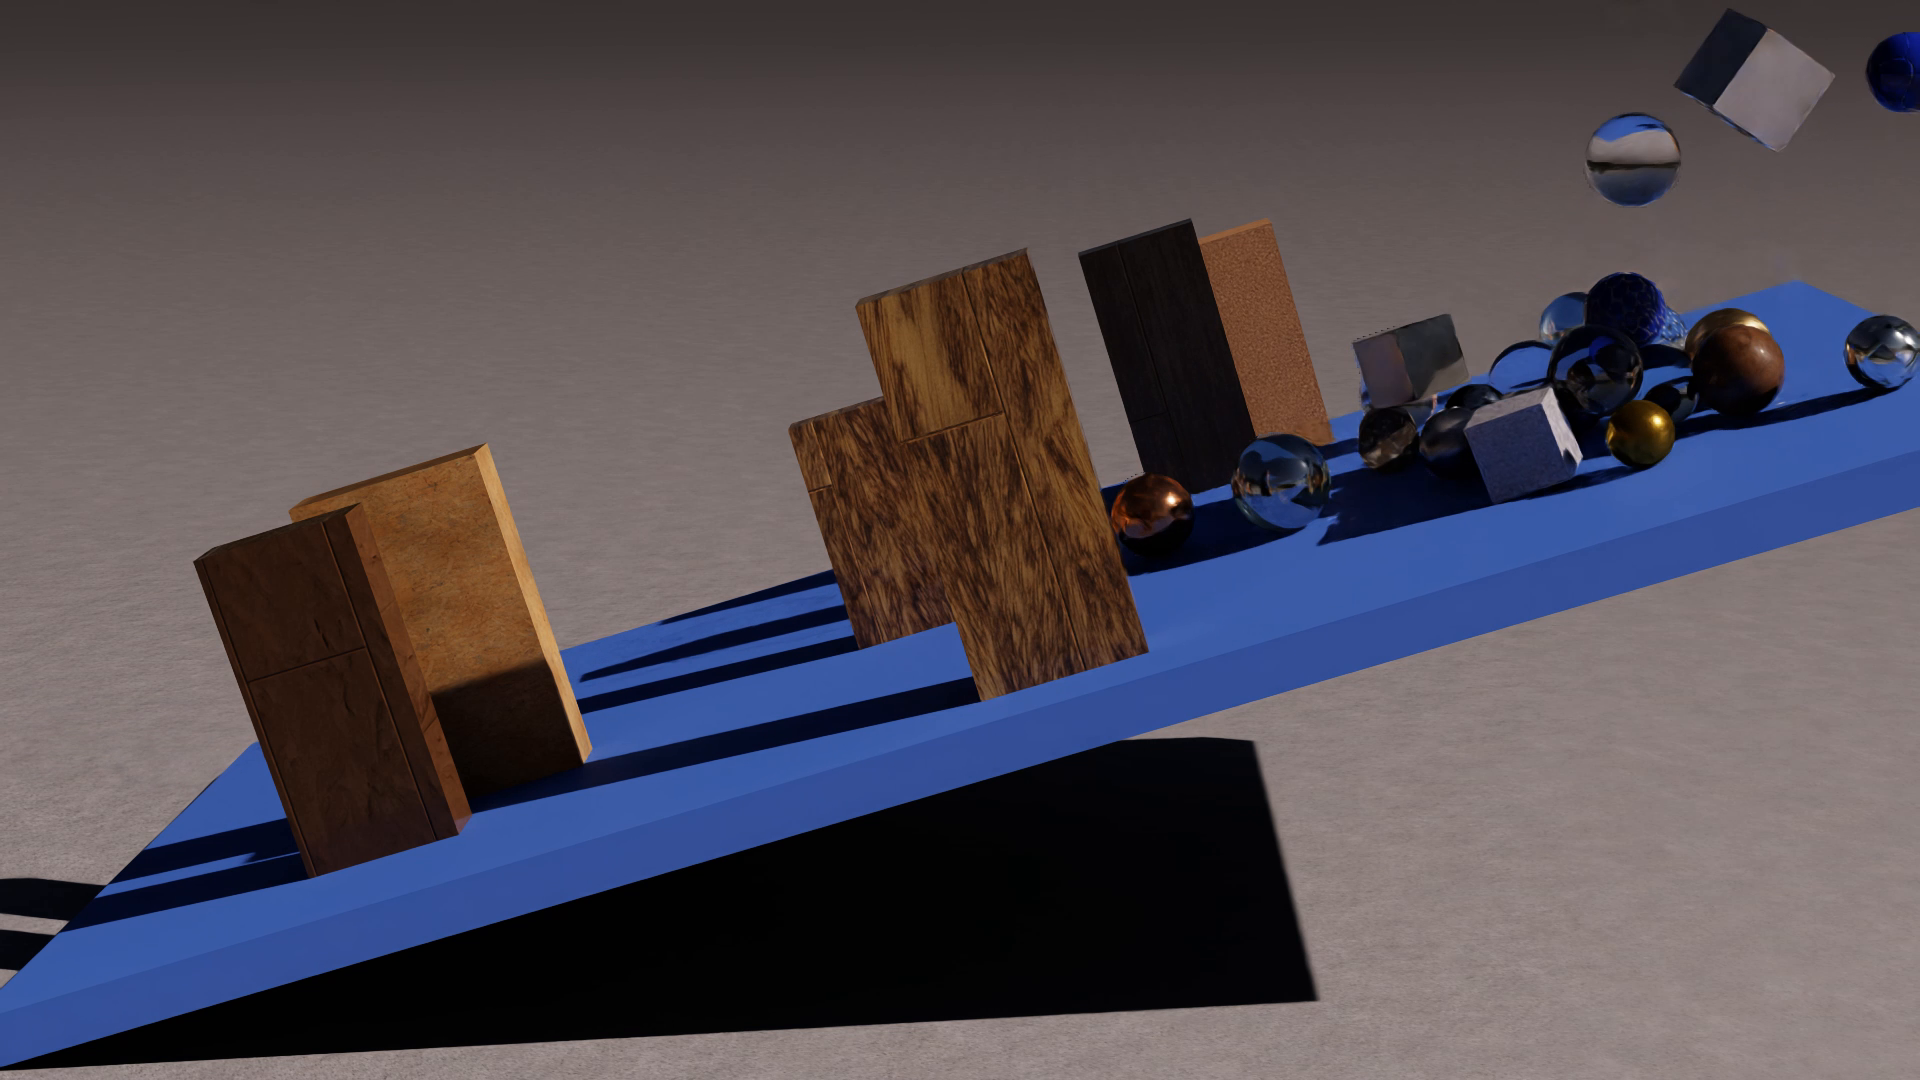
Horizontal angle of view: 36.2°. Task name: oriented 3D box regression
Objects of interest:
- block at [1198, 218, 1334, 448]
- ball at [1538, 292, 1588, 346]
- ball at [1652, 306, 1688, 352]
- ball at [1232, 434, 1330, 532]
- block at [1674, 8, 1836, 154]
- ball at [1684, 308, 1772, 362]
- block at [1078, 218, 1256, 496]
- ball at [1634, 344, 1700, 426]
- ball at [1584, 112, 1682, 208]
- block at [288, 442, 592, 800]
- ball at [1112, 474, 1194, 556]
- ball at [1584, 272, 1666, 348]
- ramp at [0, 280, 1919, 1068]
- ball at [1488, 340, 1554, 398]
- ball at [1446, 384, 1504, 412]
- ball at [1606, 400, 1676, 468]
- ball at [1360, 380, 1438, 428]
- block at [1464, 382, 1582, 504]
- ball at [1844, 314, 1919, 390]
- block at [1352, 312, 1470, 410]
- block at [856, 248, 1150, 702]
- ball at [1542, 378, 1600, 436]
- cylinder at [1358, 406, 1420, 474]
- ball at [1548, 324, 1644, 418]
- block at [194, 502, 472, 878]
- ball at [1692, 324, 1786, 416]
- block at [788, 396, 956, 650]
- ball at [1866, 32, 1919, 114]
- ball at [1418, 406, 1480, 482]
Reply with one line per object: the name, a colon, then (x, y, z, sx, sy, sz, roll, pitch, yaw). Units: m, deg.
block: (0.666, -0.455, 6.944, 0.289, 0.538, 0.132, -17, 10, 5)
ball: (1.441, -0.493, 6.877, 0.172, 0.172, 0.172, 0, 11, 0)
ball: (1.481, -0.420, 6.362, 0.193, 0.193, 0.193, 0, 11, 0)
ball: (0.666, -0.119, 6.099, 0.206, 0.206, 0.206, 0, 11, 0)
block: (1.563, -0.904, 5.790, 0.182, 0.182, 0.182, 29, 13, -21)
ball: (1.579, -0.384, 6.035, 0.182, 0.182, 0.182, 0, 11, 0)
block: (0.491, -0.410, 6.807, 0.271, 0.607, 0.090, -17, 10, 5)
ball: (1.412, -0.310, 5.953, 0.171, 0.171, 0.171, 0, 11, 0)
ball: (1.388, -0.784, 6.065, 0.194, 0.194, 0.194, 0, 11, 0)
block: (-1.062, 0.189, 6.043, 0.400, 0.678, 0.134, -17, 10, 5)
ball: (0.411, -0.053, 6.261, 0.177, 0.177, 0.177, 0, 11, 0)
ball: (1.366, -0.467, 6.046, 0.167, 0.167, 0.167, 0, 11, 0)
ramp: (0.097, 0.184, 6.314, 4.000, 0.100, 2.000, -17, 10, 5)
ball: (1.240, -0.343, 6.395, 0.181, 0.181, 0.181, 0, 11, 0)
ball: (1.110, -0.266, 6.319, 0.140, 0.140, 0.140, 0, 11, 0)
ball: (1.313, -0.205, 5.676, 0.131, 0.131, 0.131, 0, 11, 0)
ball: (1.005, -0.331, 6.737, 0.177, 0.177, 0.177, 0, 11, 0)
block: (1.111, -0.191, 5.801, 0.162, 0.162, 0.162, -19, 10, 24)
ball: (1.781, -0.361, 5.675, 0.146, 0.146, 0.146, 0, 11, 0)
block: (0.971, -0.382, 6.321, 0.153, 0.153, 0.153, -19, 3, -28)
block: (0.082, -0.120, 5.476, 0.327, 0.775, 0.124, -17, 10, 5)
ball: (1.278, -0.289, 6.157, 0.140, 0.140, 0.140, 0, 11, 0)
cylinder: (0.932, -0.220, 6.399, 0.130, 0.130, 0.130, 1, 13, 7)
ball: (1.265, -0.337, 5.854, 0.187, 0.187, 0.187, 0, 11, 0)
block: (-1.228, 0.296, 5.781, 0.313, 0.666, 0.136, -17, 10, 5)
ball: (1.547, -0.337, 5.842, 0.181, 0.181, 0.181, 0, 11, 0)
block: (-0.157, -0.046, 6.272, 0.274, 0.498, 0.087, -17, 10, 5)
ball: (1.829, -0.901, 5.676, 0.157, 0.157, 0.157, 0, 11, 0)
ball: (1.024, -0.198, 6.065, 0.153, 0.153, 0.153, 0, 11, 0)
